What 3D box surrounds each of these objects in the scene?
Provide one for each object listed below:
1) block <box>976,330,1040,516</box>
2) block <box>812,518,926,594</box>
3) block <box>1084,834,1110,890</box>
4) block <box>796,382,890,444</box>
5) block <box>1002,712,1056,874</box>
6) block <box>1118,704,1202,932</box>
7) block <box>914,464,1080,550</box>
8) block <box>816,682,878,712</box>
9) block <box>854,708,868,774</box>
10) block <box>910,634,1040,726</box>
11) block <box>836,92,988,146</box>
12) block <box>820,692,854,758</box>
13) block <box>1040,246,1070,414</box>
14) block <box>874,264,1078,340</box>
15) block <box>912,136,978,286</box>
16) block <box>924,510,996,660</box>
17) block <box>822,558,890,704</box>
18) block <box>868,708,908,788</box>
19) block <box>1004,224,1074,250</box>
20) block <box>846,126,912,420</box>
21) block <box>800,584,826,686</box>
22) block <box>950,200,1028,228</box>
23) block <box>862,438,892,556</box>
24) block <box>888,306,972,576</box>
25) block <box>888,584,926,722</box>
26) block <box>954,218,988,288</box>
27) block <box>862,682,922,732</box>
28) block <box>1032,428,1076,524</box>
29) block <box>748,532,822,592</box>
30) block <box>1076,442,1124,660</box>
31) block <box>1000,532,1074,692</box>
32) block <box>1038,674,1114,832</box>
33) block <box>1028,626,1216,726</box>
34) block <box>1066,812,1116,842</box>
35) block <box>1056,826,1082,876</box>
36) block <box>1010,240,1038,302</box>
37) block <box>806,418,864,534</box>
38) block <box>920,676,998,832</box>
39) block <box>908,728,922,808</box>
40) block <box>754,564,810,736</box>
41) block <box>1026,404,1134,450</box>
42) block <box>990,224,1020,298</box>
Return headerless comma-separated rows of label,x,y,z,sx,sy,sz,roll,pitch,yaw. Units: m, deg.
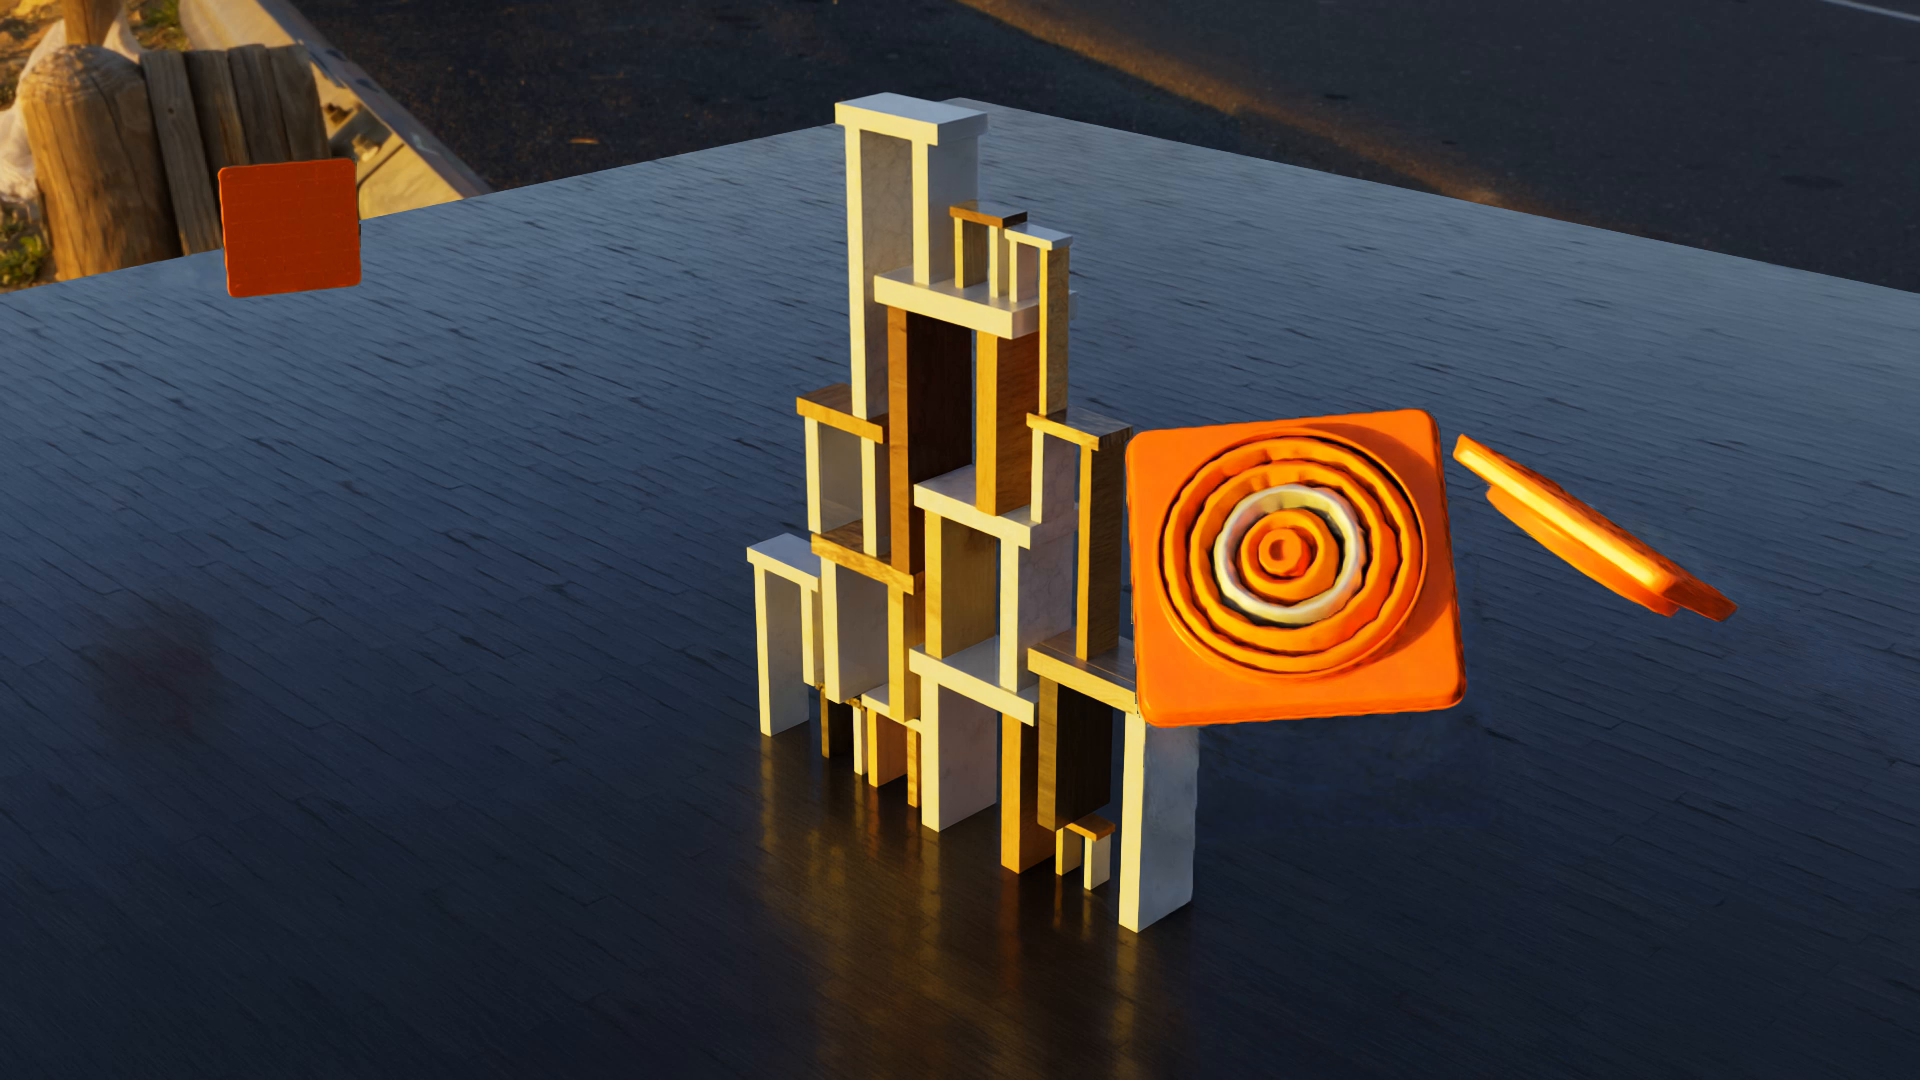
block,0.108,-0.232,4.015,0.049,0.346,0.173,21,31,41
block,-0.144,0.026,4.384,0.292,0.041,0.146,21,31,40
block,0.262,0.606,4.190,0.055,0.111,0.016,-21,31,-41
block,-0.193,-0.250,4.314,0.244,0.035,0.122,21,31,40
block,0.156,0.462,4.248,0.047,0.332,0.166,21,31,41
block,0.367,0.493,4.033,0.045,0.441,0.158,21,31,41
block,0.073,-0.065,4.119,0.301,0.043,0.150,21,31,41
block,-0.223,0.313,4.603,0.153,0.022,0.076,21,31,40
block,-0.187,0.408,4.604,0.022,0.153,0.076,21,31,41
block,0.077,0.257,4.246,0.166,0.047,0.332,-21,31,-41
block,-0.089,-0.766,3.991,0.261,0.037,0.131,21,31,40
block,-0.259,0.380,4.670,0.022,0.153,0.076,21,31,41
block,0.166,-0.373,3.882,0.056,0.305,0.016,-21,31,-39
block,0.026,-0.444,4.010,0.346,0.049,0.173,20,31,40
block,-0.026,-0.606,3.995,0.037,0.261,0.131,21,31,40
block,0.002,0.065,4.251,0.150,0.301,0.043,-21,31,-41
block,-0.213,0.165,4.518,0.041,0.318,0.146,21,31,40
block,-0.149,0.415,4.556,0.025,0.176,0.088,21,31,41
block,0.138,-0.530,3.842,0.056,0.016,0.112,-22,32,-40
block,-0.150,-0.513,4.166,0.037,0.565,0.130,21,31,40
block,-0.277,0.183,4.596,0.032,0.223,0.112,21,31,40
block,0.050,-0.581,3.916,0.129,0.018,0.064,20,31,40
block,-0.135,-0.100,4.318,0.035,0.244,0.122,21,31,40
block,-0.055,-0.207,4.199,0.049,0.534,0.173,21,31,40
block,-0.075,0.205,4.388,0.146,0.292,0.041,-21,31,-41
block,0.020,-0.525,3.973,0.018,0.129,0.064,20,31,40
block,-0.107,0.339,4.479,0.176,0.025,0.088,21,31,40
block,0.170,-0.127,3.984,0.088,0.176,0.025,-21,31,-40
block,-0.330,0.045,4.594,0.112,0.032,0.223,-22,31,-40
block,0.252,0.014,3.954,0.088,0.413,0.025,-21,31,-40
block,0.144,0.121,4.121,0.043,0.301,0.150,21,31,41
block,0.218,0.377,4.145,0.158,0.315,0.045,-21,31,-41
block,0.292,0.240,4.007,0.157,0.045,0.315,-21,31,-40
block,0.236,0.538,4.190,0.055,0.016,0.111,-21,31,-40
block,0.210,0.586,4.238,0.055,0.111,0.016,-21,31,-41
block,0.113,-0.482,3.891,0.016,0.112,0.056,20,31,40
block,-0.251,-0.145,4.422,0.035,0.244,0.122,21,31,40
block,-0.001,0.400,4.392,0.047,0.332,0.166,21,31,41
block,-0.066,0.448,4.479,0.025,0.176,0.088,21,31,41
block,-0.382,0.223,4.727,0.032,0.398,0.112,21,31,41
block,0.212,-0.203,3.907,0.088,0.025,0.176,-20,30,-39
block,0.082,-0.502,3.918,0.018,0.129,0.064,20,31,40
